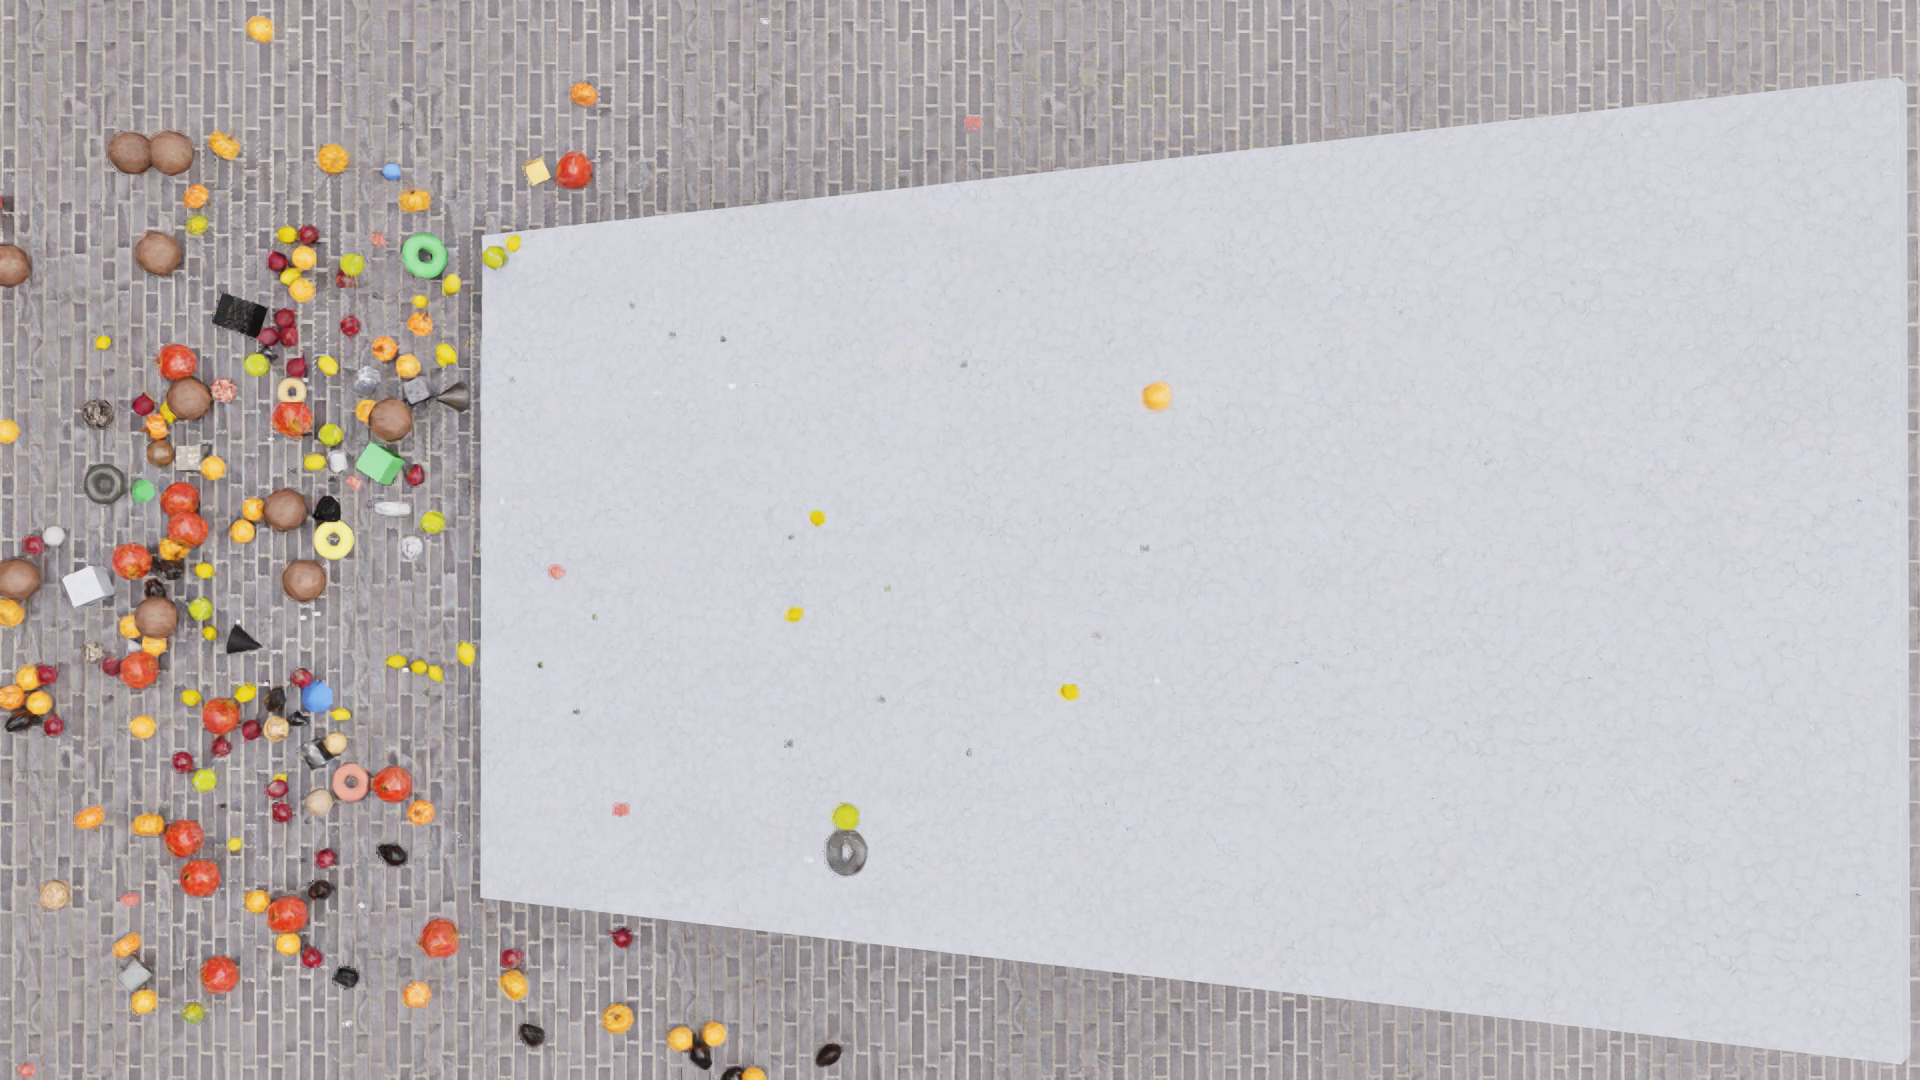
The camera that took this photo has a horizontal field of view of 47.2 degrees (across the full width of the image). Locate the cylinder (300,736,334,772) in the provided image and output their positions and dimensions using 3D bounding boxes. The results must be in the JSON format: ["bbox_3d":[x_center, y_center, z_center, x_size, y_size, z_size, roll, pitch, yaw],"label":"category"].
[{"bbox_3d":[-1.954,0.649,6.682,0.077,0.077,0.077,-34,90,0],"label":"cylinder"}]

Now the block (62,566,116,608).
[{"bbox_3d":[-2.644,0.141,6.676,0.096,0.096,0.096,-23,90,0],"label":"block"}]

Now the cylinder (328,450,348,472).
[{"bbox_3d":[-1.891,-0.242,6.688,0.053,0.053,0.053,-7,110,0],"label":"cylinder"}]

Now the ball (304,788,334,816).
[{"bbox_3d":[-1.946,0.797,6.677,0.083,0.083,0.083,0,90,0],"label":"ball"}]

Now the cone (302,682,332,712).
[{"bbox_3d":[-1.965,0.480,6.673,0.096,0.096,0.096,0,90,0],"label":"cone"}]

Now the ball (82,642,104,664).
[{"bbox_3d":[-2.636,0.343,6.690,0.064,0.064,0.064,0,90,0],"label":"ball"}]

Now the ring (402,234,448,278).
[{"bbox_3d":[-1.628,-0.864,6.688,0.140,0.047,0.140,6,77,-28],"label":"ring"}]

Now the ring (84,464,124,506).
[{"bbox_3d":[-2.610,-0.169,6.706,0.125,0.042,0.125,0,91,0],"label":"ring"}]

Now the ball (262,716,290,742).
[{"bbox_3d":[-2.078,0.574,6.681,0.079,0.079,0.079,0,90,0],"label":"ball"}]

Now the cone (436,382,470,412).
[{"bbox_3d":[-1.552,-0.431,6.656,0.093,0.093,0.093,6,99,43],"label":"cone"}]

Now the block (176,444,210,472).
[{"bbox_3d":[-2.334,-0.249,6.690,0.074,0.074,0.074,-3,90,0],"label":"block"}]

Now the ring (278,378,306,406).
[{"bbox_3d":[-2.039,-0.451,6.715,0.089,0.030,0.089,0,91,0],"label":"ring"}]

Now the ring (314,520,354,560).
[{"bbox_3d":[-1.910,-0.001,6.706,0.121,0.040,0.121,0,90,-1],"label":"ring"}]

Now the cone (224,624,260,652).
[{"bbox_3d":[-2.164,0.315,6.679,0.096,0.096,0.096,22,90,8],"label":"cone"}]

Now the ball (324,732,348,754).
[{"bbox_3d":[-1.892,0.616,6.669,0.066,0.066,0.066,0,90,0],"label":"ball"}]

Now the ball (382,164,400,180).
[{"bbox_3d":[-1.733,-1.122,6.708,0.053,0.053,0.053,0,90,0],"label":"ball"}]

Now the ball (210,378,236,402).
[{"bbox_3d":[-2.241,-0.455,6.692,0.075,0.075,0.075,0,90,0],"label":"ball"}]

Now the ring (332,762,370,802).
[{"bbox_3d":[-1.855,0.738,6.700,0.118,0.039,0.118,0,89,2],"label":"ring"}]

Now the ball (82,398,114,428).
[{"bbox_3d":[-2.597,-0.381,6.625,0.089,0.089,0.089,0,90,0],"label":"ball"}]

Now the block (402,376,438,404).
[{"bbox_3d":[-1.642,-0.456,6.689,0.066,0.066,0.066,-21,93,11],"label":"block"}]

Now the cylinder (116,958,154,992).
[{"bbox_3d":[-2.497,1.317,6.657,0.074,0.074,0.074,45,89,0],"label":"cylinder"}]

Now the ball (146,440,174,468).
[{"bbox_3d":[-2.423,-0.261,6.660,0.084,0.084,0.084,0,90,0],"label":"ball"}]

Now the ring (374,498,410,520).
[{"bbox_3d":[-1.720,-0.094,6.662,0.110,0.110,0.037,-11,65,0],"label":"ring"}]

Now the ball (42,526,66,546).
[{"bbox_3d":[-2.757,-0.011,6.693,0.065,0.065,0.065,0,90,0],"label":"ball"}]

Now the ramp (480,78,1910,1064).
[{"bbox_3d":[0.256,0.070,5.590,4.000,0.100,2.000,0,89,33],"label":"ramp"}]

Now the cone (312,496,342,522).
[{"bbox_3d":[-1.949,-0.080,6.704,0.087,0.087,0.087,-22,89,31],"label":"cone"}]

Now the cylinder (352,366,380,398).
[{"bbox_3d":[-1.802,-0.480,6.678,0.066,0.066,0.066,41,133,0],"label":"cylinder"}]

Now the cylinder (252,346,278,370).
[{"bbox_3d":[-2.119,-0.555,6.701,0.055,0.055,0.055,-43,90,3],"label":"cylinder"}]

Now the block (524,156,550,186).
[{"bbox_3d":[-1.286,-1.122,6.686,0.058,0.058,0.058,-24,115,-5],"label":"block"}]

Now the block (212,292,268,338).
[{"bbox_3d":[-2.183,-0.680,6.670,0.099,0.099,0.099,18,90,16],"label":"block"}]

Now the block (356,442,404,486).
[{"bbox_3d":[-1.761,-0.232,6.677,0.089,0.089,0.089,33,90,8],"label":"block"}]

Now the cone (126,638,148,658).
[{"bbox_3d":[-2.508,0.331,6.707,0.063,0.063,0.063,4,89,-25],"label":"cone"}]

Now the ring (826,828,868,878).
[{"bbox_3d":[-0.302,0.833,5.862,0.131,0.044,0.131,-1,88,33],"label":"ring"}]

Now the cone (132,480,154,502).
[{"bbox_3d":[-2.500,-0.149,6.692,0.070,0.070,0.070,0,90,0],"label":"cone"}]

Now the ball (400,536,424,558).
[{"bbox_3d":[-1.627,0.020,6.529,0.065,0.065,0.065,0,90,0],"label":"ball"}]

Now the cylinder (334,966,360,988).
[{"bbox_3d":[-1.861,1.329,6.678,0.052,0.052,0.052,18,90,13],"label":"cylinder"}]

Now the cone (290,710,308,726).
[{"bbox_3d":[-2.005,0.552,6.697,0.053,0.053,0.053,22,90,-6],"label":"cone"}]

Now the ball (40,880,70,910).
[{"bbox_3d":[-2.746,1.078,6.673,0.087,0.087,0.087,0,90,0],"label":"ball"}]
